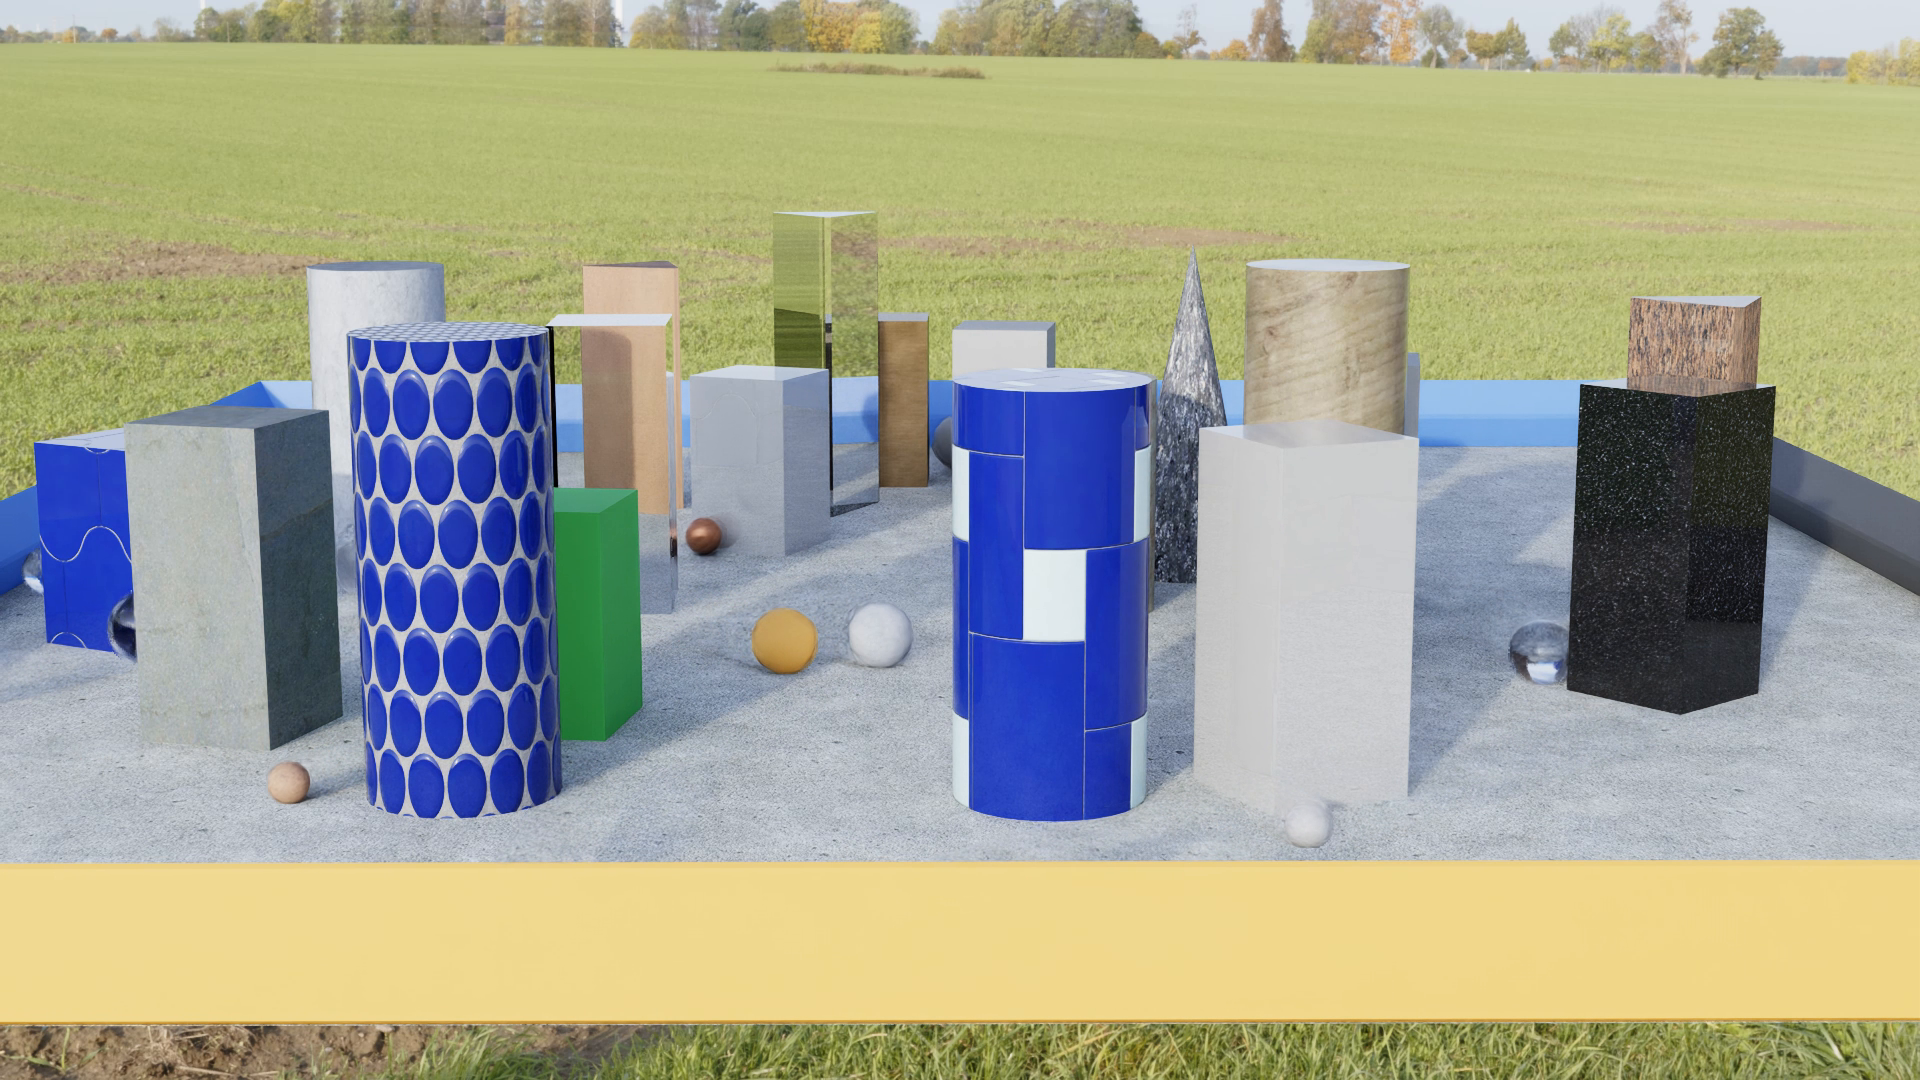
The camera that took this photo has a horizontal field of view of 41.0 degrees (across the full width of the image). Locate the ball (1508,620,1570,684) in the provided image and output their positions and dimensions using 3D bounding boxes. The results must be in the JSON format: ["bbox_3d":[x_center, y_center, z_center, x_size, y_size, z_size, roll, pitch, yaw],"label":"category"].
[{"bbox_3d":[0.692,0.133,3.050,0.078,0.078,0.078,0,11,0],"label":"ball"}]

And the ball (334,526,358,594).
[{"bbox_3d":[-0.833,0.027,3.566,0.098,0.098,0.098,0,11,0],"label":"ball"}]

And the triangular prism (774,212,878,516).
[{"bbox_3d":[-0.199,-0.296,4.245,0.147,0.486,0.170,-7,13,-34],"label":"triangular prism"}]

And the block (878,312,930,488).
[{"bbox_3d":[-0.134,-0.249,4.527,0.157,0.290,0.157,0,11,1],"label":"block"}]

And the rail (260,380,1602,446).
[{"bbox_3d":[-0.009,-0.239,4.914,2.669,0.127,0.045,0,11,0],"label":"rail"}]

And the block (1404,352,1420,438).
[{"bbox_3d":[0.536,-0.077,3.469,0.157,0.339,0.157,2,11,9],"label":"block"}]

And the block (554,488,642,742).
[{"bbox_3d":[-0.453,0.079,2.861,0.157,0.253,0.157,1,11,8],"label":"block"}]

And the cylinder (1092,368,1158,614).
[{"bbox_3d":[0.166,-0.064,3.460,0.196,0.315,0.196,0,11,0],"label":"cylinder"}]

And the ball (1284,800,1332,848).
[{"bbox_3d":[0.328,0.267,2.417,0.044,0.044,0.044,0,11,0],"label":"ball"}]

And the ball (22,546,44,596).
[{"bbox_3d":[-1.263,0.042,3.559,0.071,0.071,0.071,0,11,0],"label":"ball"}]

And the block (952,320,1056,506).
[{"bbox_3d":[0.075,-0.216,4.336,0.157,0.294,0.157,1,11,7],"label":"block"}]

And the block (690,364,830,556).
[{"bbox_3d":[-0.304,-0.124,3.919,0.157,0.265,0.157,4,11,23],"label":"block"}]

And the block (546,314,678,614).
[{"bbox_3d":[-0.470,-0.105,3.483,0.157,0.388,0.157,-1,11,-3],"label":"block"}]

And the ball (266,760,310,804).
[{"bbox_3d":[-0.670,0.241,2.561,0.043,0.043,0.043,0,11,0],"label":"ball"}]

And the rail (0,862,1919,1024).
[{"bbox_3d":[0.009,0.304,1.984,2.669,0.127,0.045,0,11,0],"label":"rail"}]

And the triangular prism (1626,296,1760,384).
[{"bbox_3d":[0.962,-0.091,3.276,0.147,0.435,0.170,-7,13,-35],"label":"triangular prism"}]

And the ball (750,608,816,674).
[{"bbox_3d":[-0.213,0.122,3.106,0.079,0.079,0.079,0,11,0],"label":"ball"}]

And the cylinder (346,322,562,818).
[{"bbox_3d":[-0.503,0.025,2.563,0.196,0.468,0.196,0,11,0],"label":"cylinder"}]

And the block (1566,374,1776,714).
[{"bbox_3d":[0.826,0.000,2.985,0.157,0.363,0.157,-9,14,-40],"label":"block"}]

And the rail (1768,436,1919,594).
[{"bbox_3d":[1.311,0.031,3.456,0.045,0.127,3.028,0,11,0],"label":"rail"}]

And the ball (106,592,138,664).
[{"bbox_3d":[-1.000,0.107,3.152,0.092,0.092,0.092,0,11,0],"label":"ball"}]

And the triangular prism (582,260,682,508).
[{"bbox_3d":[-0.521,-0.265,4.315,0.170,0.398,0.147,3,11,17],"label":"triangular prism"}]

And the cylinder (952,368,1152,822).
[{"bbox_3d":[0.090,0.049,2.558,0.196,0.421,0.196,0,11,0],"label":"cylinder"}]

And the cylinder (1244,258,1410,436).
[{"bbox_3d":[0.443,-0.091,3.134,0.196,0.488,0.196,0,11,0],"label":"cylinder"}]

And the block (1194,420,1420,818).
[{"bbox_3d":[0.346,0.073,2.584,0.157,0.365,0.157,-5,12,-25],"label":"block"}]

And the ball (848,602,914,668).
[{"bbox_3d":[-0.096,0.116,3.136,0.080,0.080,0.080,0,11,0],"label":"ball"}]

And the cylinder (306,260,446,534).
[{"bbox_3d":[-0.850,-0.183,3.769,0.196,0.437,0.196,0,11,0],"label":"cylinder"}]

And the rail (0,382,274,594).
[{"bbox_3d":[-1.311,0.034,3.442,0.045,0.127,3.028,0,11,0],"label":"rail"}]

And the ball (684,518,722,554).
[{"bbox_3d":[-0.386,-0.006,3.859,0.055,0.055,0.055,0,11,0],"label":"ball"}]

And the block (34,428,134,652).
[{"bbox_3d":[-1.059,-0.002,3.281,0.157,0.258,0.157,6,12,28],"label":"block"}]

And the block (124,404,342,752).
[{"bbox_3d":[-0.795,0.038,2.820,0.157,0.349,0.157,3,11,16],"label":"block"}]

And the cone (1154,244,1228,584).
[{"bbox_3d":[0.332,-0.190,3.700,0.196,0.476,0.196,0,11,0],"label":"cone"}]

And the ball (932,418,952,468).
[{"bbox_3d":[-0.003,-0.177,4.667,0.097,0.097,0.097,0,11,0],"label":"ball"}]
